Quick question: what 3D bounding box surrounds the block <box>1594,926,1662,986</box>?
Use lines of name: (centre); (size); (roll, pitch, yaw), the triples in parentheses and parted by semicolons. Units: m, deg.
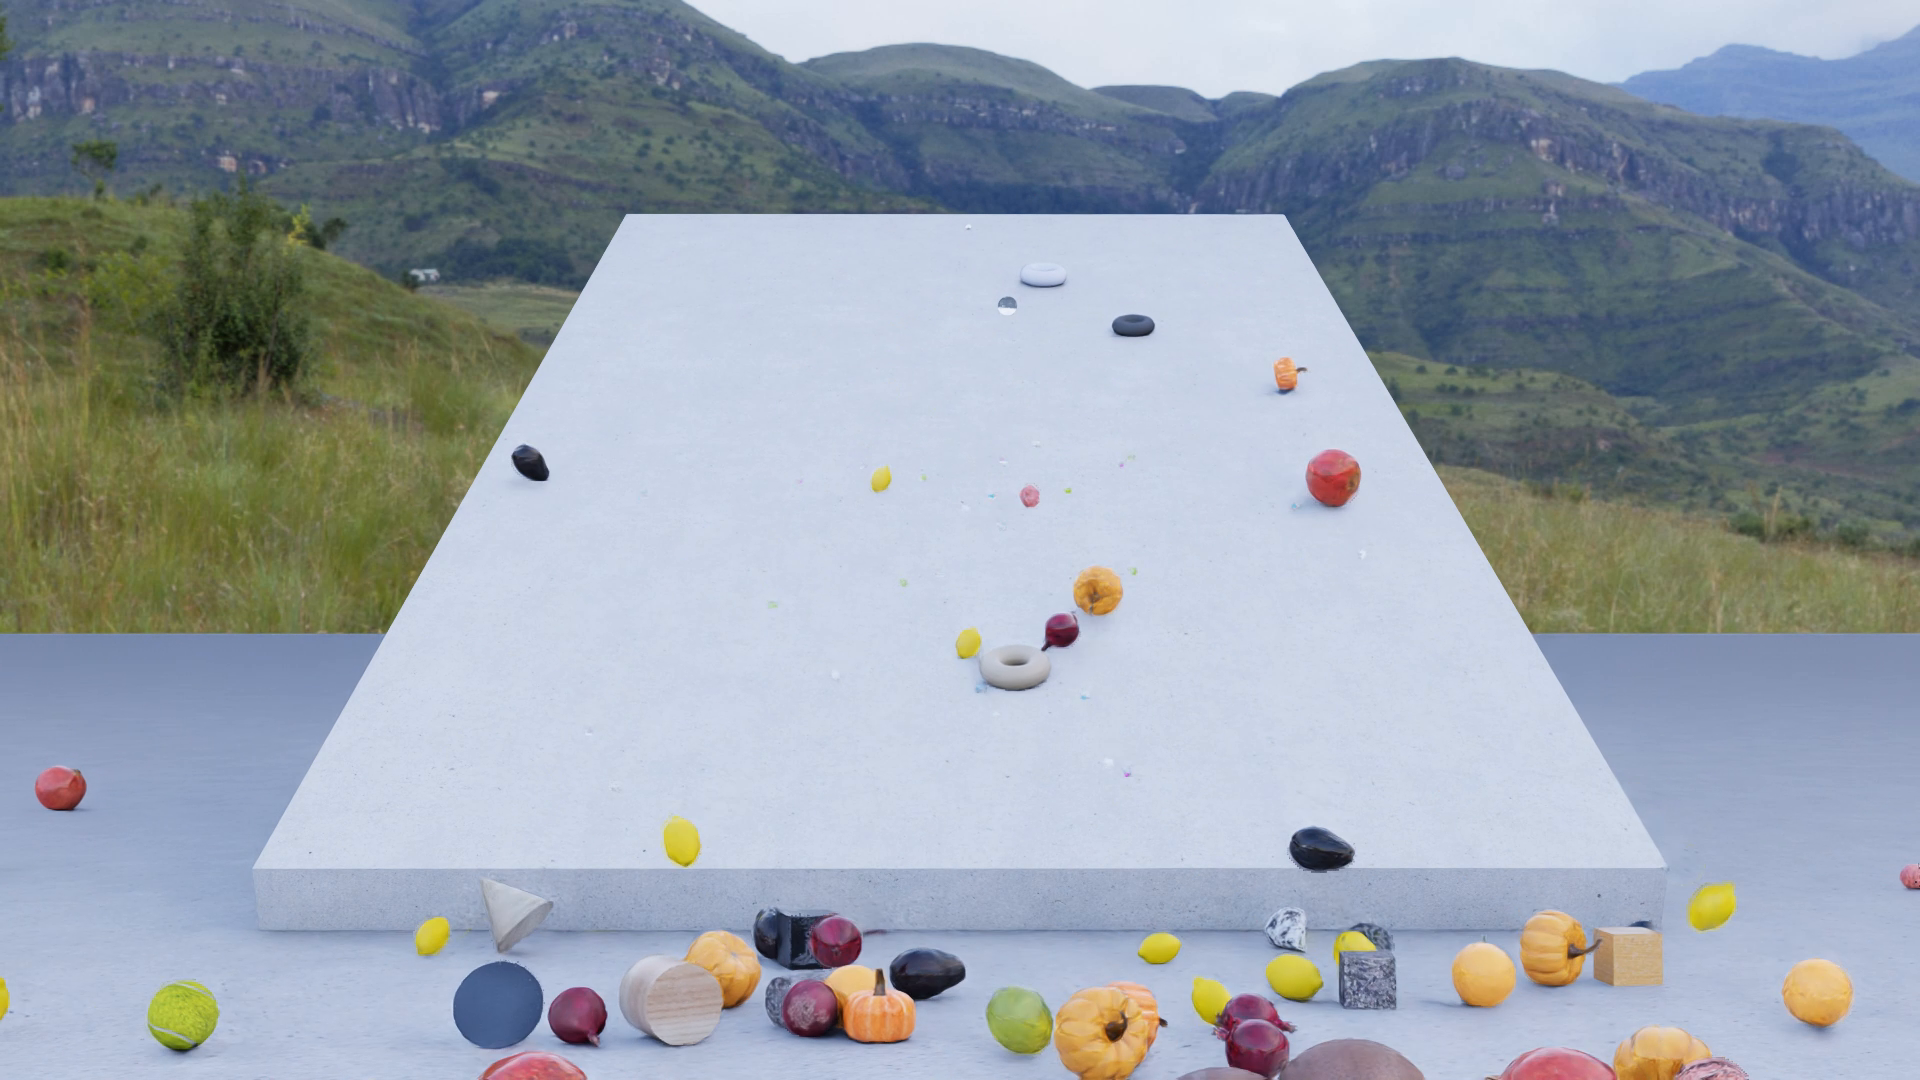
block: (0.815, 0.508, 2.790); (0.062, 0.062, 0.062); (0, -2, -7)

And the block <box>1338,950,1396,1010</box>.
block: (0.466, 0.503, 2.615); (0.058, 0.058, 0.058); (0, -2, 3)

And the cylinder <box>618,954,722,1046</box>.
cylinder: (-0.304, 0.482, 2.399); (0.084, 0.084, 0.084); (1, -2, -28)

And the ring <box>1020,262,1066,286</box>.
ring: (0.227, -0.720, 6.204); (0.128, 0.043, 0.128); (1, 23, 0)

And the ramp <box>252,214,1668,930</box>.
ramp: (-0.006, -0.217, 5.109); (2.000, 0.100, 4.000); (0, 21, 0)

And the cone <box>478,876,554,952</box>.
cone: (-0.609, 0.480, 3.042); (0.096, 0.096, 0.096); (45, 8, 11)

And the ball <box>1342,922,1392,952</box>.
ball: (0.510, 0.510, 2.860); (0.063, 0.063, 0.063); (0, -2, 0)

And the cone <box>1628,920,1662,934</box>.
cone: (0.901, 0.536, 3.003); (0.050, 0.050, 0.050); (0, 25, 8)

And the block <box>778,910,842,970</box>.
block: (-0.193, 0.511, 2.924); (0.066, 0.066, 0.066); (1, -2, -20)

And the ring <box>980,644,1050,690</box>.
ring: (0.092, 0.212, 3.818); (0.120, 0.040, 0.120); (-2, 24, 1)

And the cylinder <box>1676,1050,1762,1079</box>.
cylinder: (0.624, 0.469, 1.885); (0.070, 0.070, 0.070); (-1, 17, 22)

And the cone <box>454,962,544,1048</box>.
cone: (-0.481, 0.503, 2.406); (0.093, 0.093, 0.093); (0, -30, -5)

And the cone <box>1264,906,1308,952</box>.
cone: (0.450, 0.535, 3.061); (0.063, 0.063, 0.063); (1, 24, -22)

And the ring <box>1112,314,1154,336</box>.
ring: (0.436, -0.539, 5.752); (0.108, 0.036, 0.108); (-1, 22, 0)
